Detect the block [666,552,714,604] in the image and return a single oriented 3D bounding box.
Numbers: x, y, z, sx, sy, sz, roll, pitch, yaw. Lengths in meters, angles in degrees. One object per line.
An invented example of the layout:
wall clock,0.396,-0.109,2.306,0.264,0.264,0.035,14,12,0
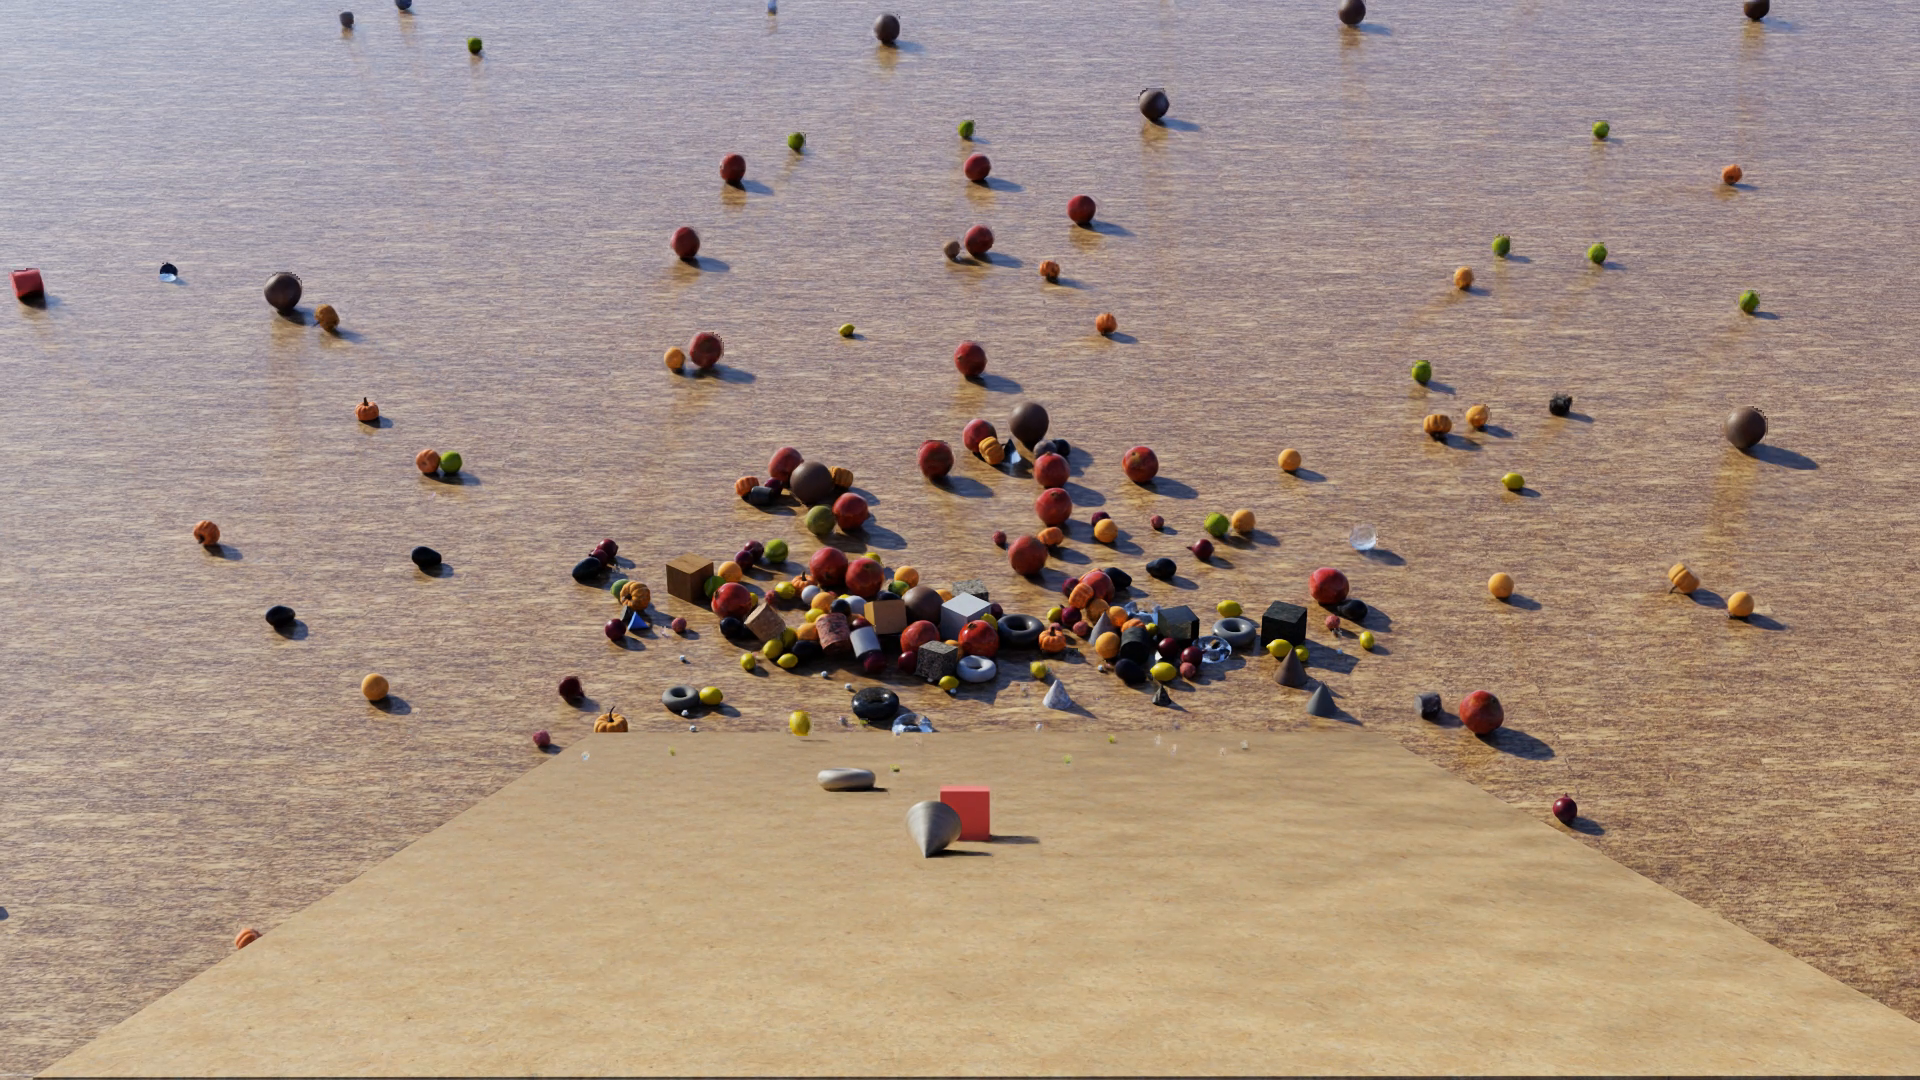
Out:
block,-0.774,0.108,7.417,0.096,0.096,0.096,21,34,34

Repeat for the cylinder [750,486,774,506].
cylinder,-0.606,-0.135,7.916,0.057,0.057,0.057,2,27,19

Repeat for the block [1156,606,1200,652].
block,0.605,0.245,7.167,0.087,0.087,0.087,-10,30,-18

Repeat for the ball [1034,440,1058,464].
ball,0.271,-0.279,8.165,0.077,0.077,0.077,0,28,0

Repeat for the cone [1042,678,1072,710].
cone,0.260,0.398,6.888,0.078,0.078,0.078,0,28,0

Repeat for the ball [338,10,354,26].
ball,-2.930,-2.488,12.329,0.078,0.078,0.078,0,28,0

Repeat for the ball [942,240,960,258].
ball,-0.031,-1.094,9.713,0.067,0.067,0.067,0,28,0

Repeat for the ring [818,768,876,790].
ring,-0.231,0.489,5.276,0.120,0.040,0.120,1,-1,0

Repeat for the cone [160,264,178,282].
cone,-2.914,-0.985,9.547,0.067,0.067,0.067,0,-1,0

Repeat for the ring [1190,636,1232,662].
ring,0.691,0.301,7.117,0.112,0.037,0.112,0,29,0

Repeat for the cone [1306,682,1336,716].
cone,0.961,0.411,6.858,0.083,0.083,0.083,0,28,0

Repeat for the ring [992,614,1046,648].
ring,0.165,0.254,7.192,0.148,0.049,0.148,1,27,0

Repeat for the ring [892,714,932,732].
ring,-0.126,0.490,6.761,0.108,0.036,0.108,0,27,0

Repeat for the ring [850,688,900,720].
ring,-0.225,0.435,6.857,0.131,0.044,0.131,-1,29,0

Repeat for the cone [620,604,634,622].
cone,-0.927,0.213,7.296,0.051,0.051,0.051,21,23,-19

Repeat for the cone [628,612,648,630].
cone,-0.896,0.236,7.251,0.054,0.054,0.054,23,24,-15

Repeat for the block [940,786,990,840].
block,0.008,0.475,4.498,0.085,0.085,0.085,0,1,0

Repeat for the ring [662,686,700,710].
ring,-0.745,0.421,6.893,0.101,0.034,0.101,0,27,0

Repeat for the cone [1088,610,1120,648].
cone,0.401,0.236,7.179,0.092,0.092,0.092,0,28,0

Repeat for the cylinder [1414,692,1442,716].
cylinder,1.240,0.434,6.847,0.054,0.054,0.054,-7,29,-13

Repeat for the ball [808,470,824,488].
ball,-0.447,-0.191,8.026,0.054,0.054,0.054,0,28,0

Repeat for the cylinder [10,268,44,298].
cylinder,-3.385,-0.930,9.375,0.093,0.093,0.093,-15,32,-27

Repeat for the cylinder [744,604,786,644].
cylinder,-0.540,0.233,7.159,0.082,0.082,0.082,-41,14,13

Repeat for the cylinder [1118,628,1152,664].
cylinder,0.480,0.292,7.088,0.080,0.080,0.080,6,17,11

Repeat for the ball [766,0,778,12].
ball,-0.915,-2.597,12.550,0.063,0.063,0.063,0,28,0

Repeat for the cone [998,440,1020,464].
cone,0.158,-0.292,8.195,0.072,0.072,0.072,0,28,0

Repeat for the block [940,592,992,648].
block,0.016,0.223,7.197,0.099,0.099,0.099,23,36,37

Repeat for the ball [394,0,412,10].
ball,-2.715,-2.632,12.588,0.088,0.088,0.088,0,28,0

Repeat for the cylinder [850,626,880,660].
cylinder,-0.259,0.282,7.059,0.069,0.069,0.069,-11,69,-20

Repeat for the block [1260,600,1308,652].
block,0.899,0.241,7.165,0.097,0.097,0.097,13,31,24

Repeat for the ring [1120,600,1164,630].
ring,0.516,0.211,7.281,0.126,0.042,0.126,1,29,0

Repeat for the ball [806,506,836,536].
ball,-0.417,-0.059,7.736,0.091,0.091,0.091,0,28,0

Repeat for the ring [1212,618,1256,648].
ring,0.762,0.257,7.193,0.126,0.042,0.126,1,27,-1

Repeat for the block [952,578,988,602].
block,0.030,0.169,7.316,0.082,0.082,0.082,-8,29,-14

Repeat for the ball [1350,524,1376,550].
ball,1.194,-0.007,7.652,0.078,0.078,0.078,0,28,0

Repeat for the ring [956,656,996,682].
ring,0.043,0.350,7.023,0.112,0.037,0.112,1,28,-1

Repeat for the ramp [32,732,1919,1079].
ramp,0.063,0.566,4.606,2.000,0.100,4.000,0,1,0

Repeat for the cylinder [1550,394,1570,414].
cylinder,1.976,-0.447,8.506,0.055,0.055,0.055,14,31,25

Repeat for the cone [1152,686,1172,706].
cone,0.538,0.407,6.898,0.053,0.053,0.053,0,28,0

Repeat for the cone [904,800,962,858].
cone,-0.051,0.499,4.279,0.097,0.097,0.097,4,28,7

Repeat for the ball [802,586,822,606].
ball,-0.422,0.158,7.360,0.060,0.060,0.060,0,28,0

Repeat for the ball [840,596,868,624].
ball,-0.297,0.197,7.262,0.082,0.082,0.082,0,28,0

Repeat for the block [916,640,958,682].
block,-0.063,0.327,7.006,0.079,0.079,0.079,15,19,27

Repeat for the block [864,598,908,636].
block,-0.206,0.217,7.170,0.092,0.092,0.092,-4,-5,-17

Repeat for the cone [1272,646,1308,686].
cone,0.898,0.331,6.994,0.098,0.098,0.098,0,28,0
